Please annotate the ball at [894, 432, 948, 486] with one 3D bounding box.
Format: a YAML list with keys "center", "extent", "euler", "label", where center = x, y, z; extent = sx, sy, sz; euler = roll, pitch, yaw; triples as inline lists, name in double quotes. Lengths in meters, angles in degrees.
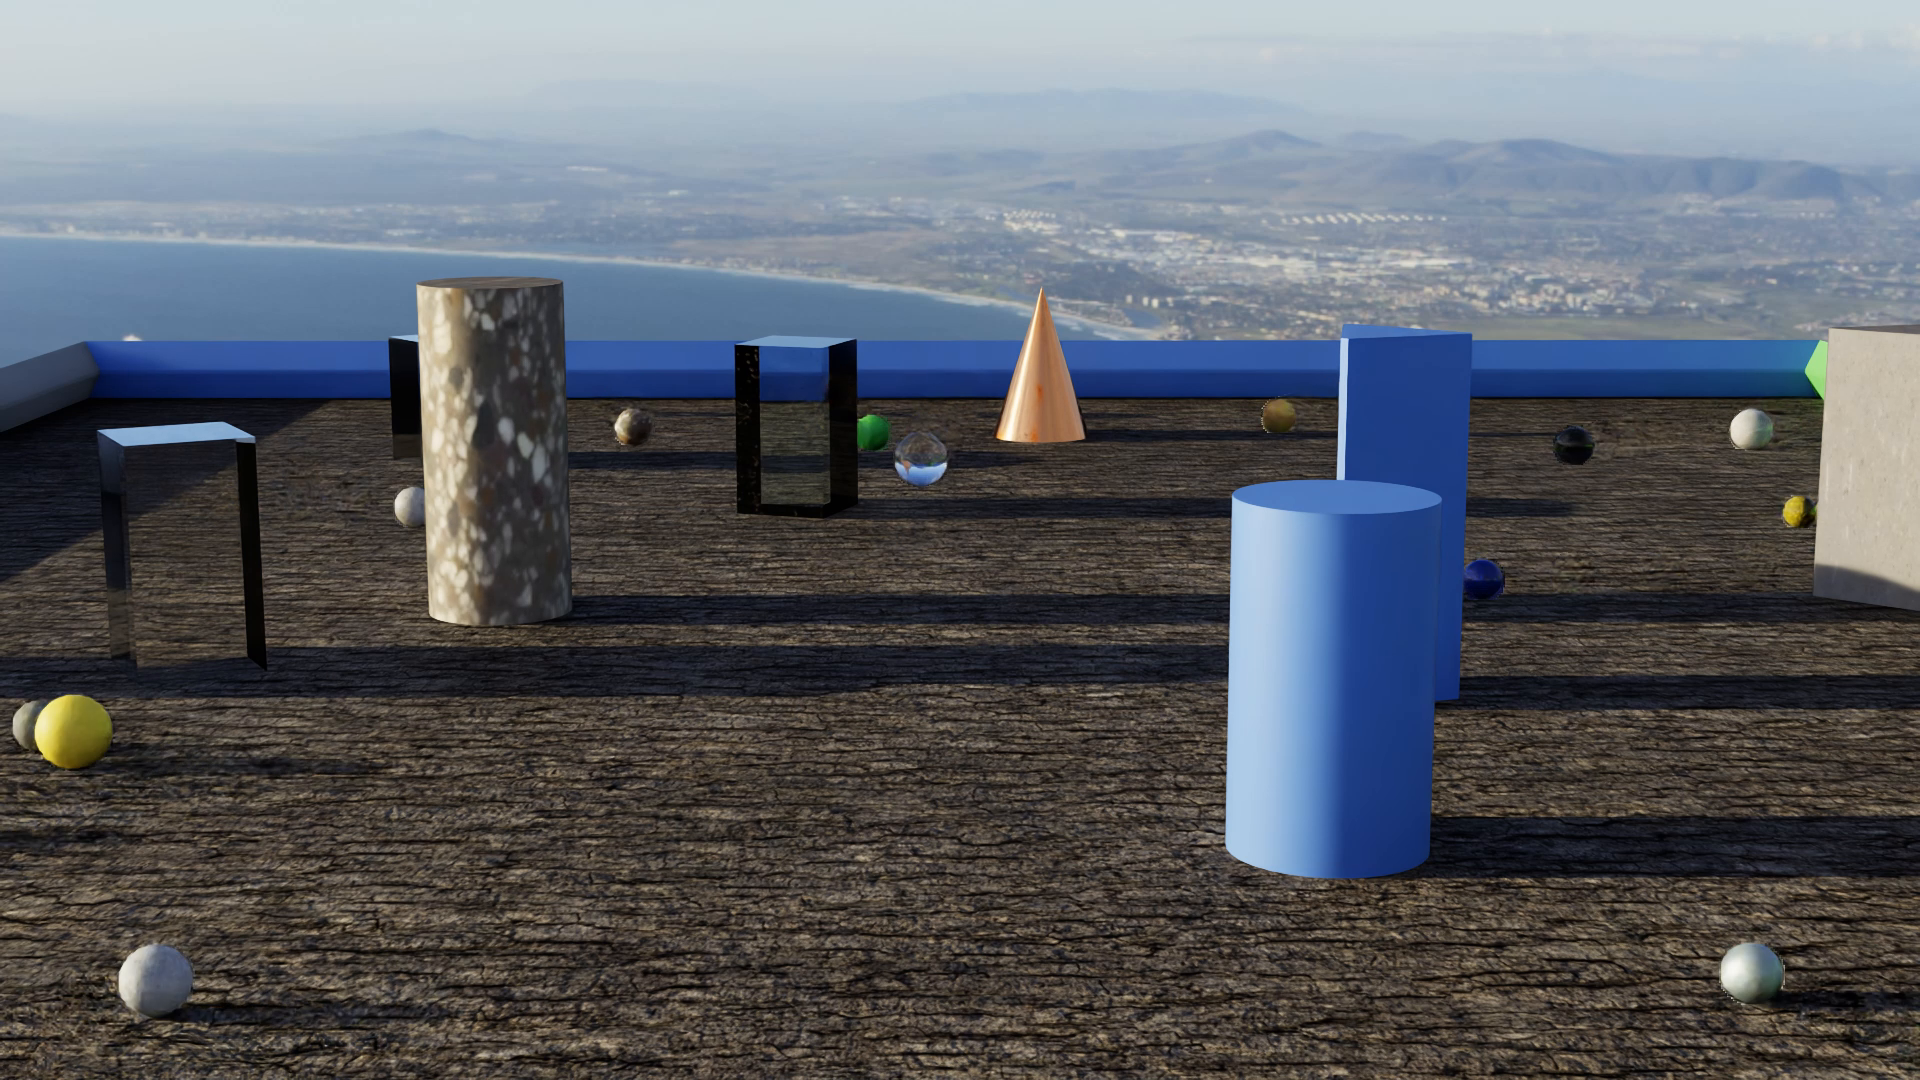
- center: [-0.068, -0.141, 4.464]
  extent: [0.094, 0.094, 0.094]
  euler: [0, 11, 0]
  label: "ball"

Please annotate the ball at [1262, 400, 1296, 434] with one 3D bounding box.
- center: [0.634, -0.246, 5.101]
  extent: [0.067, 0.067, 0.067]
  euler: [0, 11, 0]
  label: "ball"

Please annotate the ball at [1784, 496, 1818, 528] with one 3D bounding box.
- center: [1.330, -0.045, 4.062]
  extent: [0.051, 0.051, 0.051]
  euler: [0, 11, 0]
  label: "ball"

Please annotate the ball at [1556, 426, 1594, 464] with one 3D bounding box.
- center: [1.126, -0.172, 4.699]
  extent: [0.070, 0.070, 0.070]
  euler: [0, 11, 0]
  label: "ball"

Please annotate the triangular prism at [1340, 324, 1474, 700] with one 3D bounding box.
- center: [0.478, -0.032, 2.978]
  extent: [0.165, 0.424, 0.143]
  euler: [-4, 11, -20]
  label: "triangular prism"

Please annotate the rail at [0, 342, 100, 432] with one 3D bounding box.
- center: [-1.882, 0.034, 3.439]
  extent: [0.045, 0.124, 4.457]
  euler: [0, 11, 0]
  label: "rail"

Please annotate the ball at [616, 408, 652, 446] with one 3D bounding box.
- center: [-0.627, -0.217, 4.932]
  extent: [0.072, 0.072, 0.072]
  euler: [0, 11, 0]
  label: "ball"

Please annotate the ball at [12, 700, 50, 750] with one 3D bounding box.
- center: [-0.986, 0.199, 2.748]
  extent: [0.054, 0.054, 0.054]
  euler: [0, 11, 0]
  label: "ball"

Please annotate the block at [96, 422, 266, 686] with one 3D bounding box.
- center: [-0.943, 0.013, 3.109]
  extent: [0.152, 0.287, 0.152]
  euler: [-6, 12, -29]
  label: "block"

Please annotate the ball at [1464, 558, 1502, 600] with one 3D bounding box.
- center: [0.717, 0.054, 3.523]
  extent: [0.056, 0.056, 0.056]
  euler: [0, 11, 0]
  label: "ball"

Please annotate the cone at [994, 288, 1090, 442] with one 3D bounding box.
- center: [0.161, -0.352, 5.046]
  extent: [0.190, 0.296, 0.190]
  euler: [0, 11, 0]
  label: "cone"

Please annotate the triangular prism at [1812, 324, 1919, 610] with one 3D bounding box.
- center: [1.289, -0.105, 3.517]
  extent: [0.165, 0.371, 0.143]
  euler: [9, 14, 41]
  label: "triangular prism"

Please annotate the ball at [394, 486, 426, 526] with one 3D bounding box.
- center: [-0.866, -0.053, 4.073]
  extent: [0.064, 0.064, 0.064]
  euler: [0, 11, 0]
  label: "ball"

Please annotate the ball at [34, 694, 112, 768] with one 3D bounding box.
- center: [-0.925, 0.200, 2.678]
  extent: [0.077, 0.077, 0.077]
  euler: [0, 11, 0]
  label: "ball"

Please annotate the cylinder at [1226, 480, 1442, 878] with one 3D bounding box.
- center: [0.345, 0.124, 2.382]
  extent: [0.190, 0.335, 0.190]
  euler: [0, 11, 0]
  label: "cylinder"

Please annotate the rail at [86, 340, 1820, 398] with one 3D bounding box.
- center: [-0.013, -0.372, 5.617]
  extent: [3.811, 0.124, 0.045]
  euler: [0, 11, 0]
  label: "rail"

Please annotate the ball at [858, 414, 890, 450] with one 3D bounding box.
- center: [-0.167, -0.203, 4.867]
  extent: [0.068, 0.068, 0.068]
  euler: [0, 11, 0]
  label: "ball"

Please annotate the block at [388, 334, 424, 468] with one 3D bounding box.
- center: [-0.946, -0.260, 4.733]
  extent: [0.152, 0.229, 0.152]
  euler: [-8, 13, -38]
  label: "block"

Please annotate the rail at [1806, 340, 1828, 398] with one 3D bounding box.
- center: [1.882, 0.030, 3.460]
  extent: [0.045, 0.124, 4.457]
  euler: [0, 11, 0]
  label: "rail"

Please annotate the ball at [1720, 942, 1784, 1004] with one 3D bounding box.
- center: [0.621, 0.339, 2.011]
  extent: [0.047, 0.047, 0.047]
  euler: [0, 11, 0]
  label: "ball"

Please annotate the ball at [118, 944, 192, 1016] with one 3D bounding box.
- center: [-0.622, 0.341, 1.984]
  extent: [0.055, 0.055, 0.055]
  euler: [0, 11, 0]
  label: "ball"

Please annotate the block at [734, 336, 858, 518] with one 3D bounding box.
- center: [-0.267, -0.188, 4.217]
  extent: [0.152, 0.277, 0.152]
  euler: [4, 11, 19]
  label: "block"

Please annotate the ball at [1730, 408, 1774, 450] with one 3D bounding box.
- center: [1.504, -0.210, 4.875]
  extent: [0.079, 0.079, 0.079]
  euler: [0, 11, 0]
  label: "ball"

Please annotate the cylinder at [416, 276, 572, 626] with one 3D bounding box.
- center: [-0.618, -0.122, 3.416]
  extent: [0.190, 0.441, 0.190]
  euler: [0, 11, 0]
  label: "cylinder"
